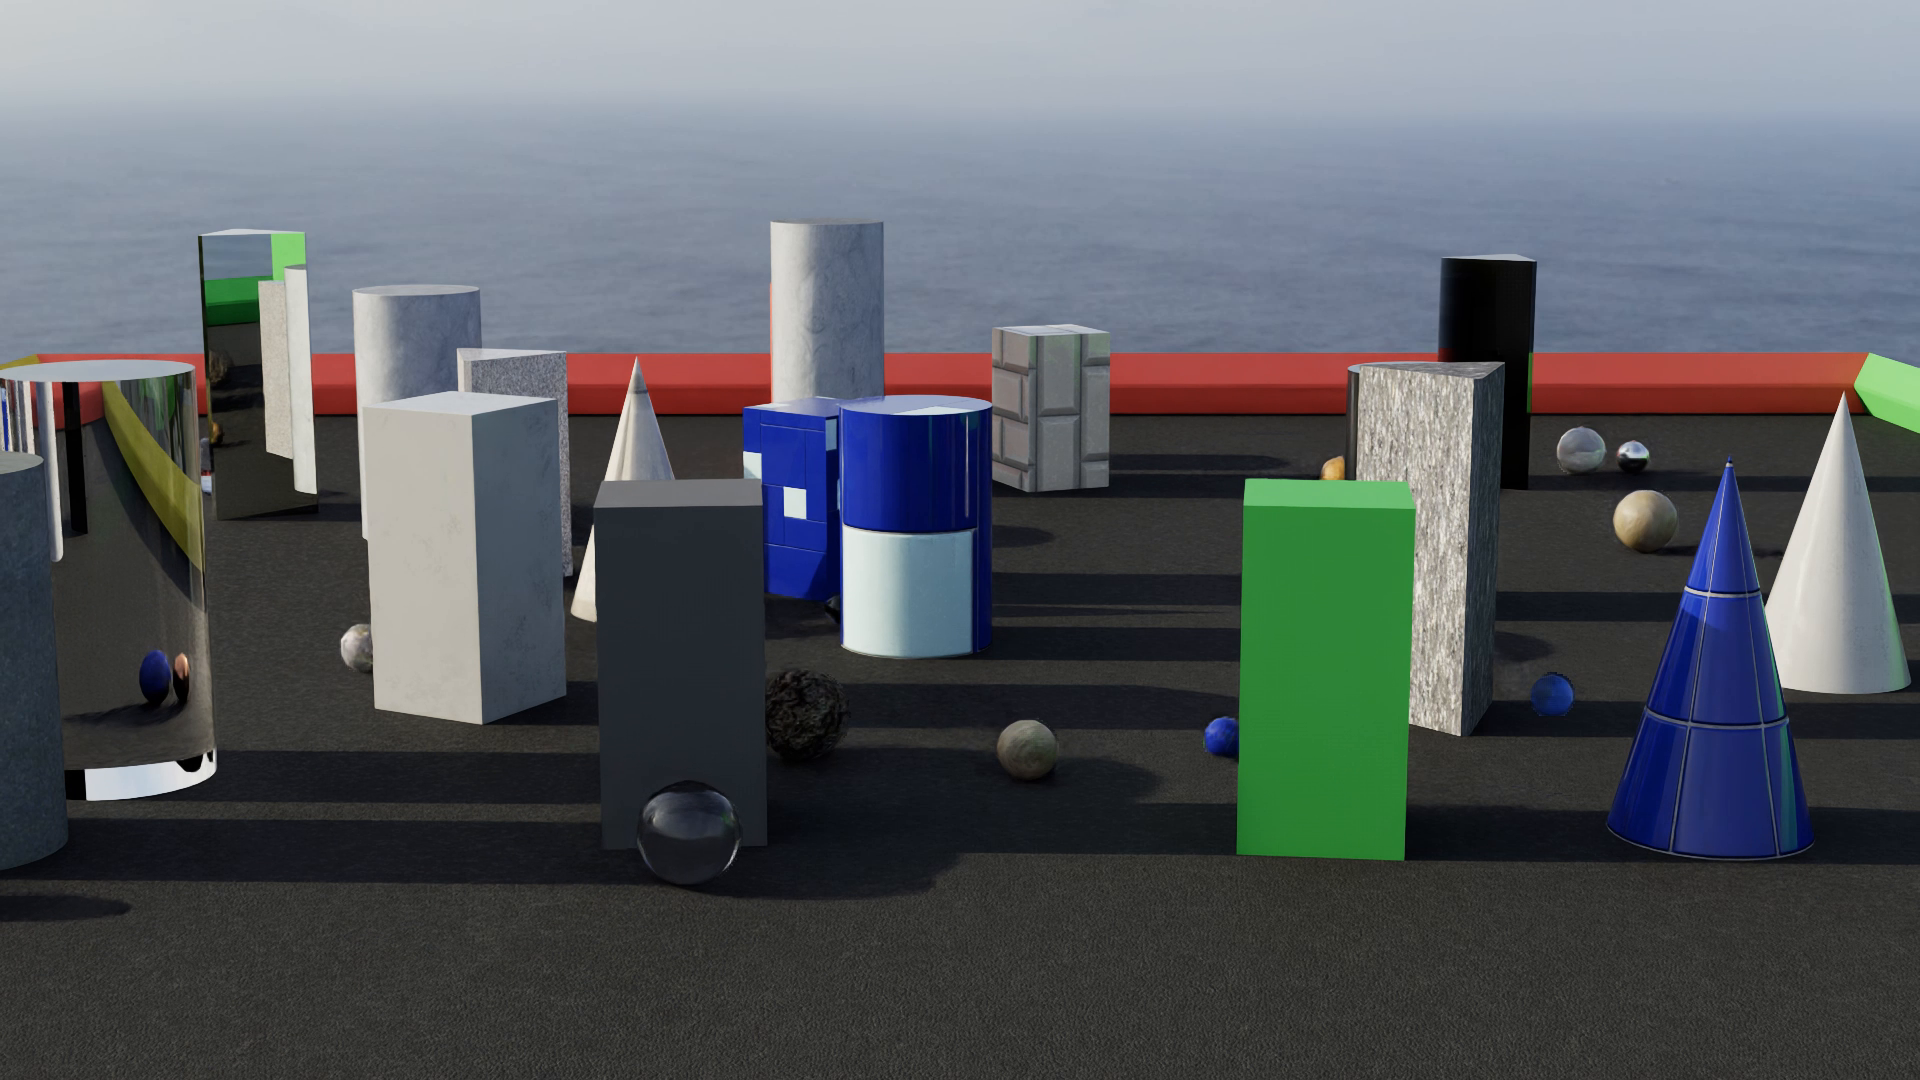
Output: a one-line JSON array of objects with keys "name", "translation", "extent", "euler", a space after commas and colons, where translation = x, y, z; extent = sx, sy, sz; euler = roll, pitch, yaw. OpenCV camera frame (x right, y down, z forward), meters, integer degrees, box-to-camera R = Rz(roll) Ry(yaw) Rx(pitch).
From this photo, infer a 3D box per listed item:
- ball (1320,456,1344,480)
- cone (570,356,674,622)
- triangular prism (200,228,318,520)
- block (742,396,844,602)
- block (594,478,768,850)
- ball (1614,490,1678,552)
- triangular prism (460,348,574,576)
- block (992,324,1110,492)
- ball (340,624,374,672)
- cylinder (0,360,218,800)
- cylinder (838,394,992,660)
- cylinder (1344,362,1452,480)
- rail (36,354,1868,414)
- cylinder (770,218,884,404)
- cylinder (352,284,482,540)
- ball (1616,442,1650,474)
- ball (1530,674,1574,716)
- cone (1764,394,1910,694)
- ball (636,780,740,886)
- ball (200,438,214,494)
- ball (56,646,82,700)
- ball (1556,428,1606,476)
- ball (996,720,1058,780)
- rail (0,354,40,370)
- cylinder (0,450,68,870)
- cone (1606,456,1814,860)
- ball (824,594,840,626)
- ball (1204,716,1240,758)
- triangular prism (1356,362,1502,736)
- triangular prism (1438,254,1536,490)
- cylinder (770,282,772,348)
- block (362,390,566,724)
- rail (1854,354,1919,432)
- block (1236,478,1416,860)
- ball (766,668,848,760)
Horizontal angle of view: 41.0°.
[{"name": "ball", "translation": [0.646, -0.107, 4.362], "extent": [0.068, 0.068, 0.068], "euler": [0, 11, 0]}, {"name": "cone", "translation": [-0.429, -0.076, 3.437], "extent": [0.193, 0.344, 0.193], "euler": [0, 11, 0]}, {"name": "triangular prism", "translation": [-1.159, -0.275, 4.199], "extent": [0.167, 0.458, 0.145], "euler": [-5, 12, -25]}, {"name": "block", "translation": [-0.192, -0.060, 3.591], "extent": [0.155, 0.256, 0.155], "euler": [8, 13, 38]}, {"name": "block", "translation": [-0.265, 0.115, 2.460], "extent": [0.155, 0.326, 0.155], "euler": [-1, 11, -5]}, {"name": "ball", "translation": [1.034, -0.029, 3.870], "extent": [0.094, 0.094, 0.094], "euler": [0, 11, 0]}, {"name": "triangular prism", "translation": [-0.669, -0.107, 3.665], "extent": [0.167, 0.323, 0.145], "euler": [-10, 15, -43]}, {"name": "block", "translation": [0.158, -0.233, 4.489], "extent": [0.155, 0.269, 0.155], "euler": [-4, 11, -23]}, {"name": "ball", "translation": [-0.721, 0.130, 3.110], "extent": [0.059, 0.059, 0.059], "euler": [0, 11, 0]}, {"name": "cylinder", "translation": [-0.871, 0.036, 2.625], "extent": [0.193, 0.421, 0.193], "euler": [0, 11, 0]}, {"name": "cylinder", "translation": [-0.056, -0.020, 3.243], "extent": [0.193, 0.305, 0.193], "euler": [0, 11, 0]}, {"name": "cylinder", "translation": [0.616, -0.070, 3.464], "extent": [0.193, 0.323, 0.193], "euler": [0, 11, 0]}, {"name": "rail", "translation": [-0.011, -0.325, 5.373], "extent": [3.852, 0.126, 0.045], "euler": [0, 11, 0]}, {"name": "cylinder", "translation": [-0.227, -0.318, 4.425], "extent": [0.193, 0.461, 0.193], "euler": [0, 11, 0]}, {"name": "cylinder", "translation": [-0.839, -0.198, 3.992], "extent": [0.193, 0.382, 0.193], "euler": [0, 11, 0]}, {"name": "ball", "translation": [1.210, -0.149, 4.613], "extent": [0.058, 0.058, 0.058], "euler": [0, 11, 0]}, {"name": "ball", "translation": [0.669, 0.176, 2.898], "extent": [0.047, 0.047, 0.047], "euler": [0, 11, 0]}, {"name": "cone", "translation": [1.046, -0.007, 3.066], "extent": [0.193, 0.345, 0.193], "euler": [0, 11, 0]}, {"name": "ball", "translation": [-0.243, 0.263, 2.302], "extent": [0.093, 0.093, 0.093], "euler": [0, 11, 0]}, {"name": "ball", "translation": [-1.285, -0.128, 4.398], "extent": [0.095, 0.095, 0.095], "euler": [0, 11, 0]}, {"name": "ball", "translation": [-1.048, 0.155, 2.964], "extent": [0.063, 0.063, 0.063], "euler": [0, 11, 0]}, {"name": "ball", "translation": [1.113, -0.159, 4.595], "extent": [0.086, 0.086, 0.086], "euler": [0, 11, 0]}, {"name": "ball", "translation": [0.069, 0.216, 2.639], "extent": [0.063, 0.063, 0.063], "euler": [0, 11, 0]}, {"name": "rail", "translation": [-1.902, 0.034, 3.438], "extent": [0.045, 0.126, 3.961], "euler": [0, 11, 0]}, {"name": "cylinder", "translation": [-0.942, 0.110, 2.383], "extent": [0.193, 0.364, 0.193], "euler": [0, 11, 0]}, {"name": "cone", "translation": [0.721, 0.099, 2.436], "extent": [0.193, 0.367, 0.193], "euler": [0, 11, 0]}, {"name": "ball", "translation": [-0.157, 0.091, 3.366], "extent": [0.042, 0.042, 0.042], "euler": [0, 11, 0]}, {"name": "ball", "translation": [0.281, 0.210, 2.723], "extent": [0.044, 0.044, 0.044], "euler": [0, 11, 0]}, {"name": "triangular prism", "translation": [0.556, 0.001, 2.887], "extent": [0.145, 0.394, 0.167], "euler": [-9, 14, -39]}, {"name": "triangular prism", "translation": [0.941, -0.299, 4.502], "extent": [0.167, 0.395, 0.145], "euler": [6, 12, 29]}, {"name": "cylinder", "translation": [-0.252, -0.309, 4.735], "extent": [0.193, 0.329, 0.193], "euler": [0, 11, 0]}, {"name": "block", "translation": [-0.564, 0.016, 2.933], "extent": [0.155, 0.349, 0.155], "euler": [6, 12, 28]}, {"name": "rail", "translation": [1.902, 0.030, 3.460], "extent": [0.045, 0.126, 3.961], "euler": [0, 11, 0]}, {"name": "block", "translation": [0.344, 0.119, 2.429], "extent": [0.155, 0.330, 0.155], "euler": [1, 11, 7]}, {"name": "ball", "translation": [-0.167, 0.185, 2.715], "extent": [0.097, 0.097, 0.097], "euler": [0, 11, 0]}]
